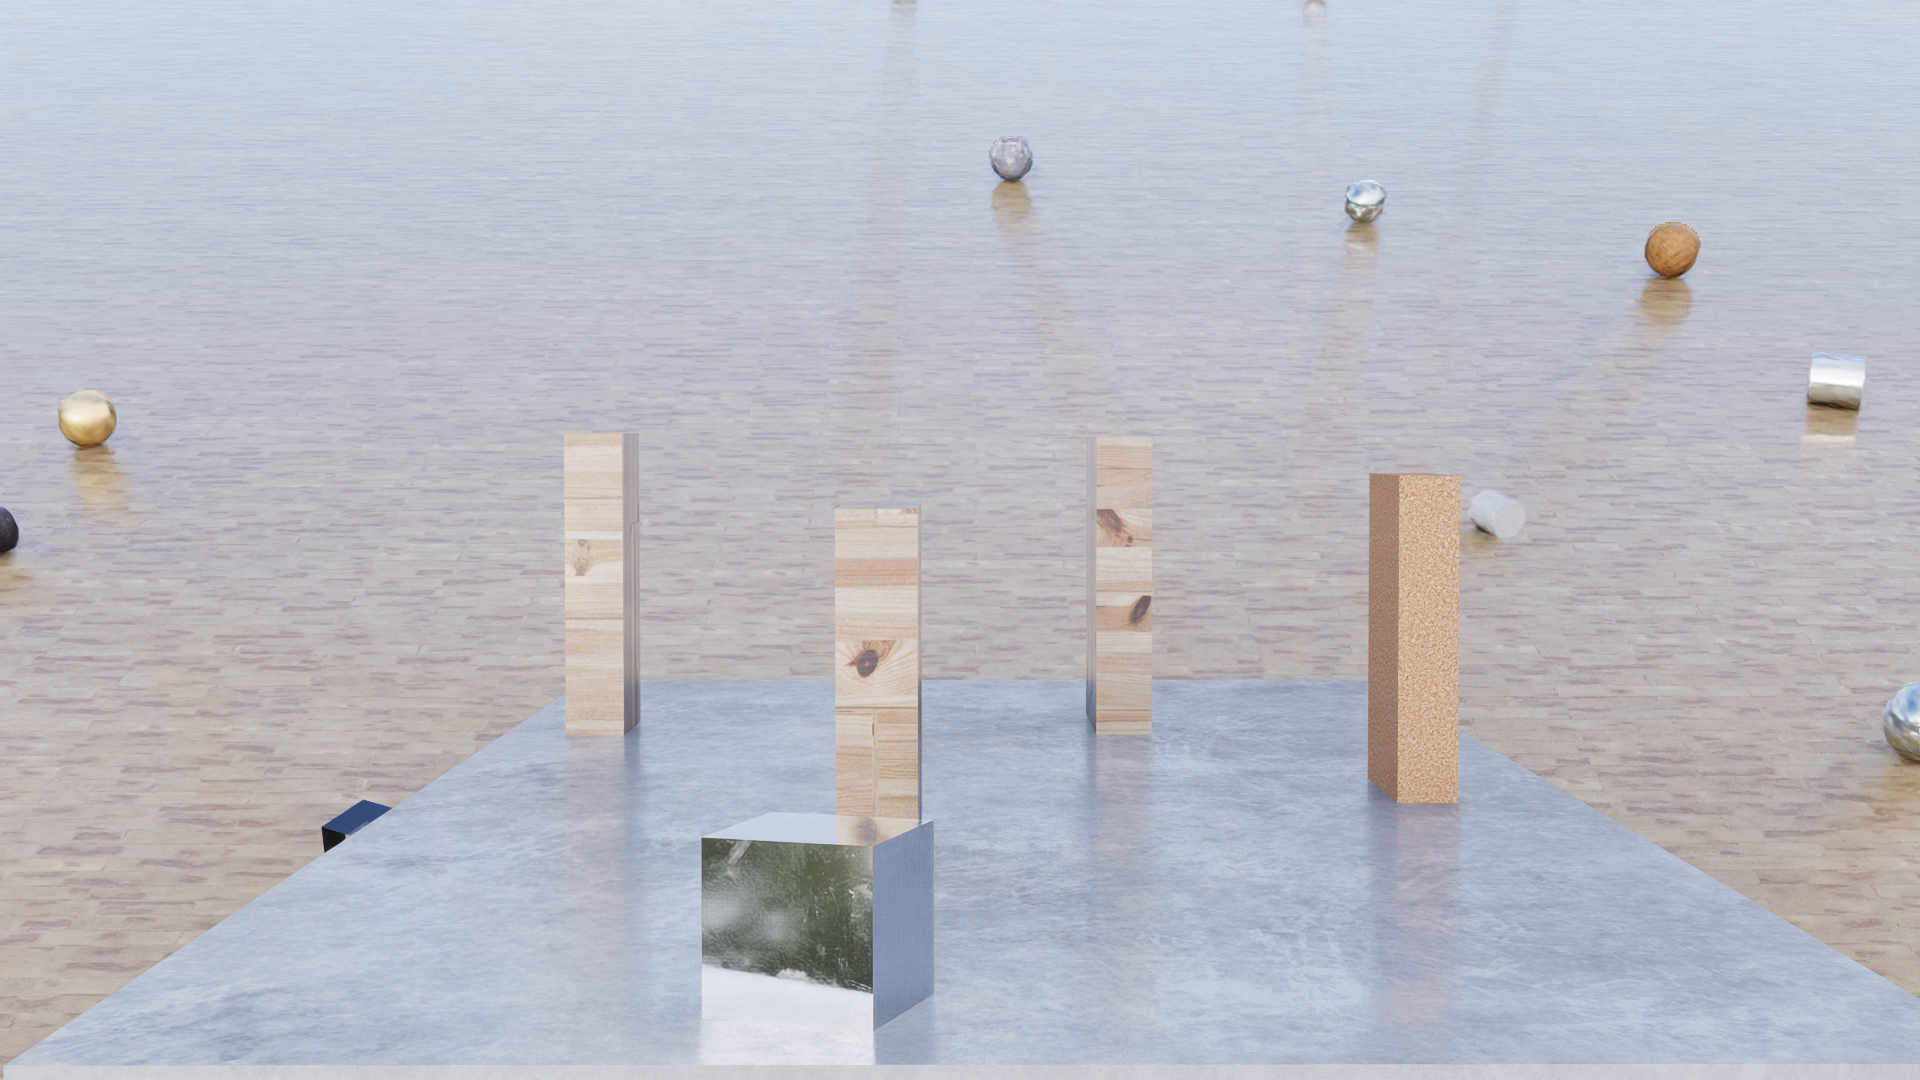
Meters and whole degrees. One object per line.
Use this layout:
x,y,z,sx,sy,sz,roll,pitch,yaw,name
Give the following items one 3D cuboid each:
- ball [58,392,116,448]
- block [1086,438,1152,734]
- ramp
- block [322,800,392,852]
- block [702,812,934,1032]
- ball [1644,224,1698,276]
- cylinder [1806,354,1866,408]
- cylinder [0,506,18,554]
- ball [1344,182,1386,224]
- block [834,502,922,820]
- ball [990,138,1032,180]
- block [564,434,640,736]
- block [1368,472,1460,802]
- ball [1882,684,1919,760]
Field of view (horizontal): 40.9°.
-2.803,-0.388,8.268,0.179,0.179,0.179,0,23,0,ball
0.340,0.087,5.536,0.115,0.616,0.415,0,2,0,block
0.054,0.486,4.540,2.000,0.100,4.000,0,2,0,ramp
-1.330,0.695,5.806,0.143,0.143,0.143,12,26,26,block
-0.152,0.410,2.799,0.194,0.194,0.194,1,2,18,block
2.744,-1.115,9.925,0.200,0.200,0.200,0,23,0,ball
2.930,-0.530,8.613,0.167,0.167,0.167,7,24,16,cylinder
-2.827,-0.011,7.438,0.144,0.144,0.144,9,25,21,cylinder
1.665,-1.389,10.599,0.169,0.169,0.169,0,23,0,ball
-0.114,0.209,3.726,0.113,0.520,0.406,0,2,0,block
0.225,-1.658,11.203,0.185,0.185,0.185,0,23,0,ball
-0.755,0.087,5.448,0.119,0.625,0.282,0,2,0,block
0.789,0.161,4.492,0.102,0.552,0.314,0,2,0,block
2.364,0.447,6.318,0.191,0.191,0.191,0,23,0,ball
